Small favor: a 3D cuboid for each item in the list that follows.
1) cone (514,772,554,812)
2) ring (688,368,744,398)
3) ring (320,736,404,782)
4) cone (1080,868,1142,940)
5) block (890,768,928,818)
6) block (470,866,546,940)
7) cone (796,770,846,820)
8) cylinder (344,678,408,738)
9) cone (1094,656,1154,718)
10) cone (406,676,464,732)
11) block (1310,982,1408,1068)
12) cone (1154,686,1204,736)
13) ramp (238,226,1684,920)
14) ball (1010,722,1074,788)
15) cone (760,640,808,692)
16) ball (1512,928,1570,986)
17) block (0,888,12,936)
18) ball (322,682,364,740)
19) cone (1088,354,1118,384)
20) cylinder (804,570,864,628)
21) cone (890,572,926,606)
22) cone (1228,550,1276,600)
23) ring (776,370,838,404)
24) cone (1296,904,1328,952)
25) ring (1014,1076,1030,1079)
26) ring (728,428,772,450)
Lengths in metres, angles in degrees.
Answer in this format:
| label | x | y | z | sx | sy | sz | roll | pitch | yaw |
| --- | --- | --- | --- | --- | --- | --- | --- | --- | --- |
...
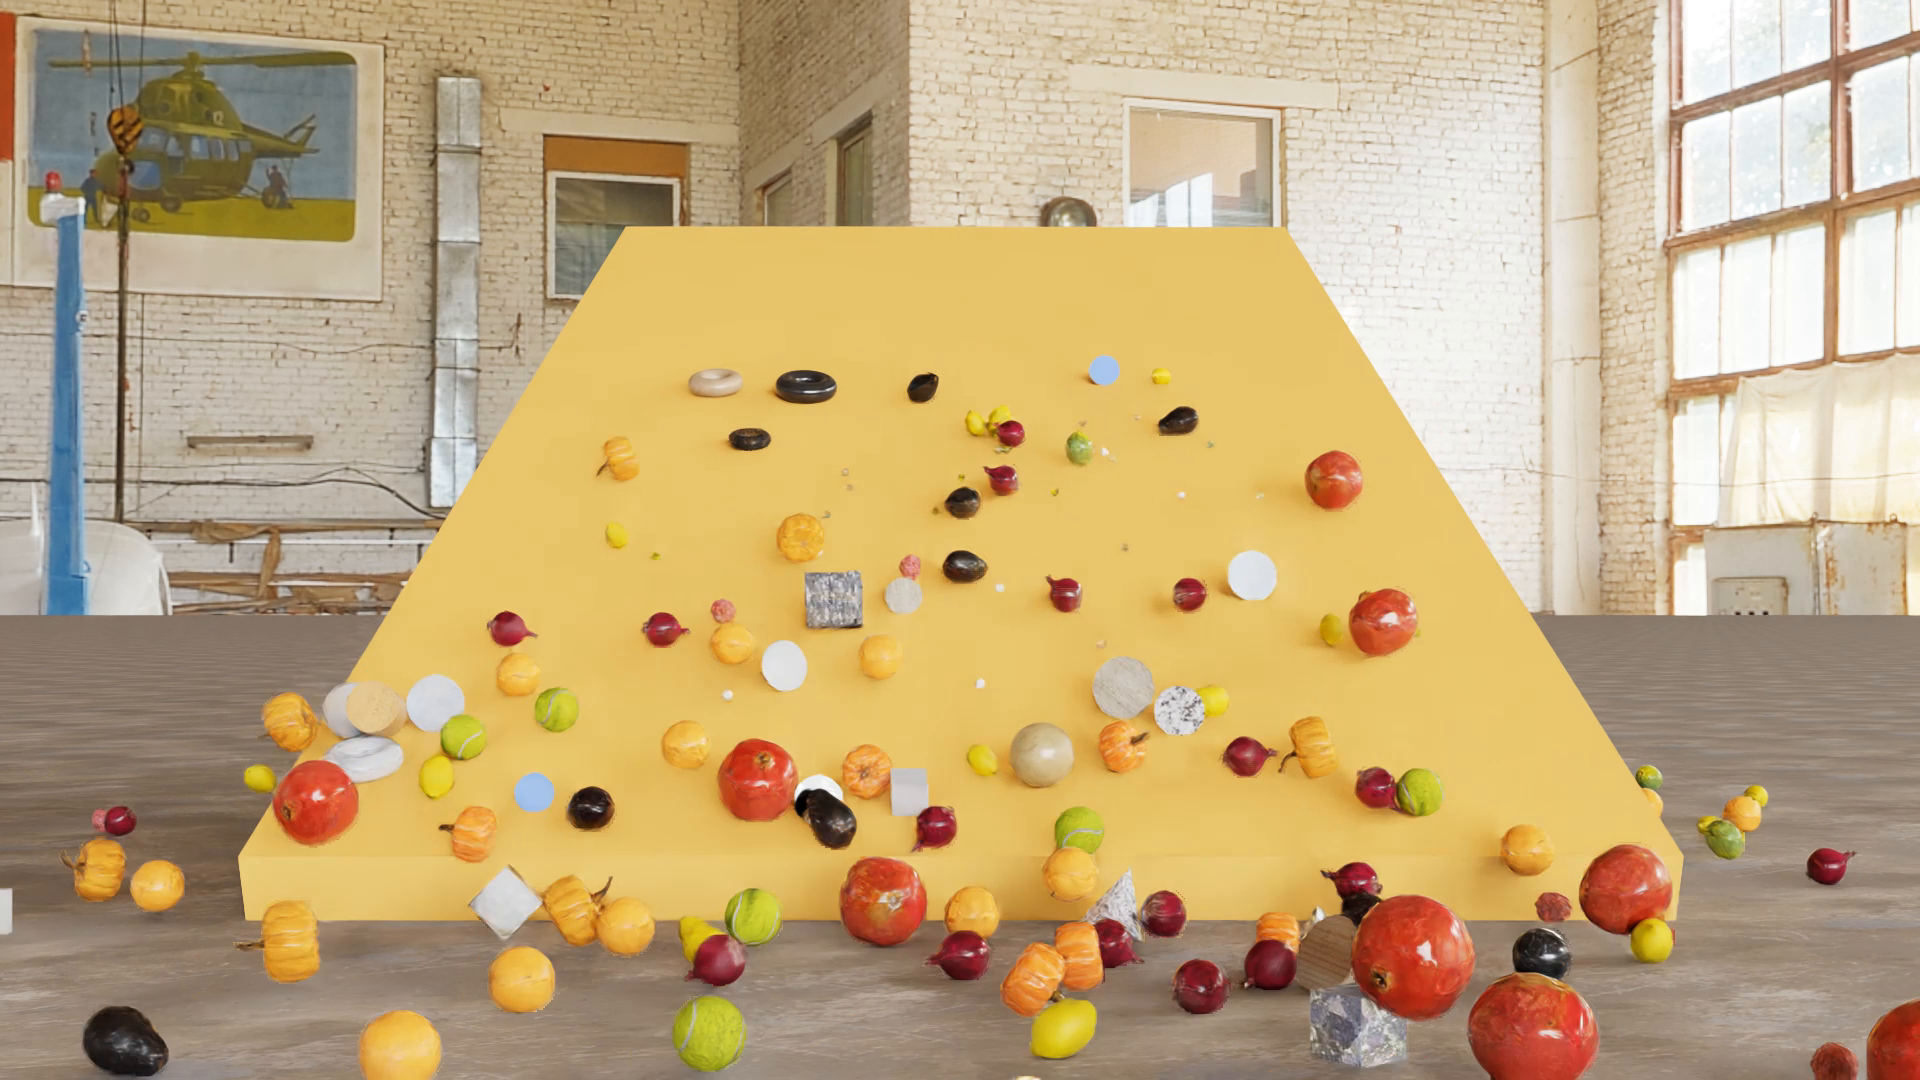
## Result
| label | x | y | z | sx | sy | sz | roll | pitch | yaw |
| --- | --- | --- | --- | --- | --- | --- | --- | --- | --- |
| cone | -0.612 | 0.367 | 3.295 | 0.057 | 0.057 | 0.057 | 0 | -6 | -1 |
| ring | -0.564 | -0.362 | 5.241 | 0.128 | 0.043 | 0.128 | -1 | 21 | 0 |
| ring | -0.889 | 0.327 | 3.380 | 0.121 | 0.040 | 0.121 | -2 | 17 | 0 |
| cone | 0.210 | 0.469 | 2.969 | 0.087 | 0.087 | 0.087 | 18 | -10 | 3 |
| block | -0.073 | 0.363 | 3.269 | 0.052 | 0.052 | 0.052 | -1 | 20 | -3 |
| block | -0.584 | 0.468 | 2.932 | 0.066 | 0.066 | 0.066 | 45 | -8 | 0 |
| cone | -0.209 | 0.375 | 3.266 | 0.072 | 0.072 | 0.072 | 1 | -18 | -19 |
| cylinder | -0.877 | 0.255 | 3.411 | 0.077 | 0.077 | 0.077 | 0 | -19 | 0 |
| cone | 0.271 | 0.238 | 3.619 | 0.098 | 0.098 | 0.098 | 0 | -7 | 16 |
| cone | -0.814 | 0.259 | 3.564 | 0.090 | 0.090 | 0.090 | 0 | -6 | -1 |
| block | 0.387 | 0.470 | 2.203 | 0.065 | 0.065 | 0.065 | 1 | -2 | -38 |
| cone | 0.339 | 0.269 | 3.549 | 0.079 | 0.079 | 0.079 | 0 | -6 | -1 |
| ramp | -0.005 | -0.210 | 5.035 | 2.000 | 0.100 | 4.000 | 0 | 20 | 0 |
| ball | 0.120 | 0.315 | 3.335 | 0.096 | 0.096 | 0.096 | 0 | -2 | 0 |
| cone | -0.307 | 0.210 | 3.701 | 0.084 | 0.084 | 0.084 | 1 | -11 | -35 |
| ball | 0.672 | 0.482 | 2.625 | 0.066 | 0.066 | 0.066 | 0 | -2 | 0 |
| block | -1.308 | 0.498 | 3.032 | 0.059 | 0.059 | 0.059 | 0 | -2 | 6 |
| ball | -0.934 | 0.262 | 3.488 | 0.087 | 0.087 | 0.087 | 0 | -2 | 0 |
| cone | 0.339 | -0.392 | 5.340 | 0.071 | 0.071 | 0.071 | 0 | -12 | 6 |
| cylinder | -0.217 | 0.103 | 3.905 | 0.096 | 0.096 | 0.096 | -2 | -2 | -5 |
| cone | -0.097 | 0.102 | 4.007 | 0.065 | 0.065 | 0.065 | 0 | -29 | -14 |
| cone | 0.513 | 0.069 | 4.083 | 0.090 | 0.090 | 0.090 | 0 | -7 | -10 |
| ring | -0.352 | -0.351 | 5.203 | 0.143 | 0.048 | 0.143 | 3 | 22 | -1 |
| cone | 0.470 | 0.508 | 2.880 | 0.067 | 0.067 | 0.067 | 27 | 1 | 7 |
| ring | 0.076 | 0.382 | 1.401 | 0.137 | 0.046 | 0.137 | 37 | -8 | 6 |
| ring | -0.451 | -0.216 | 4.863 | 0.092 | 0.031 | 0.092 | 1 | 19 | 0 |
